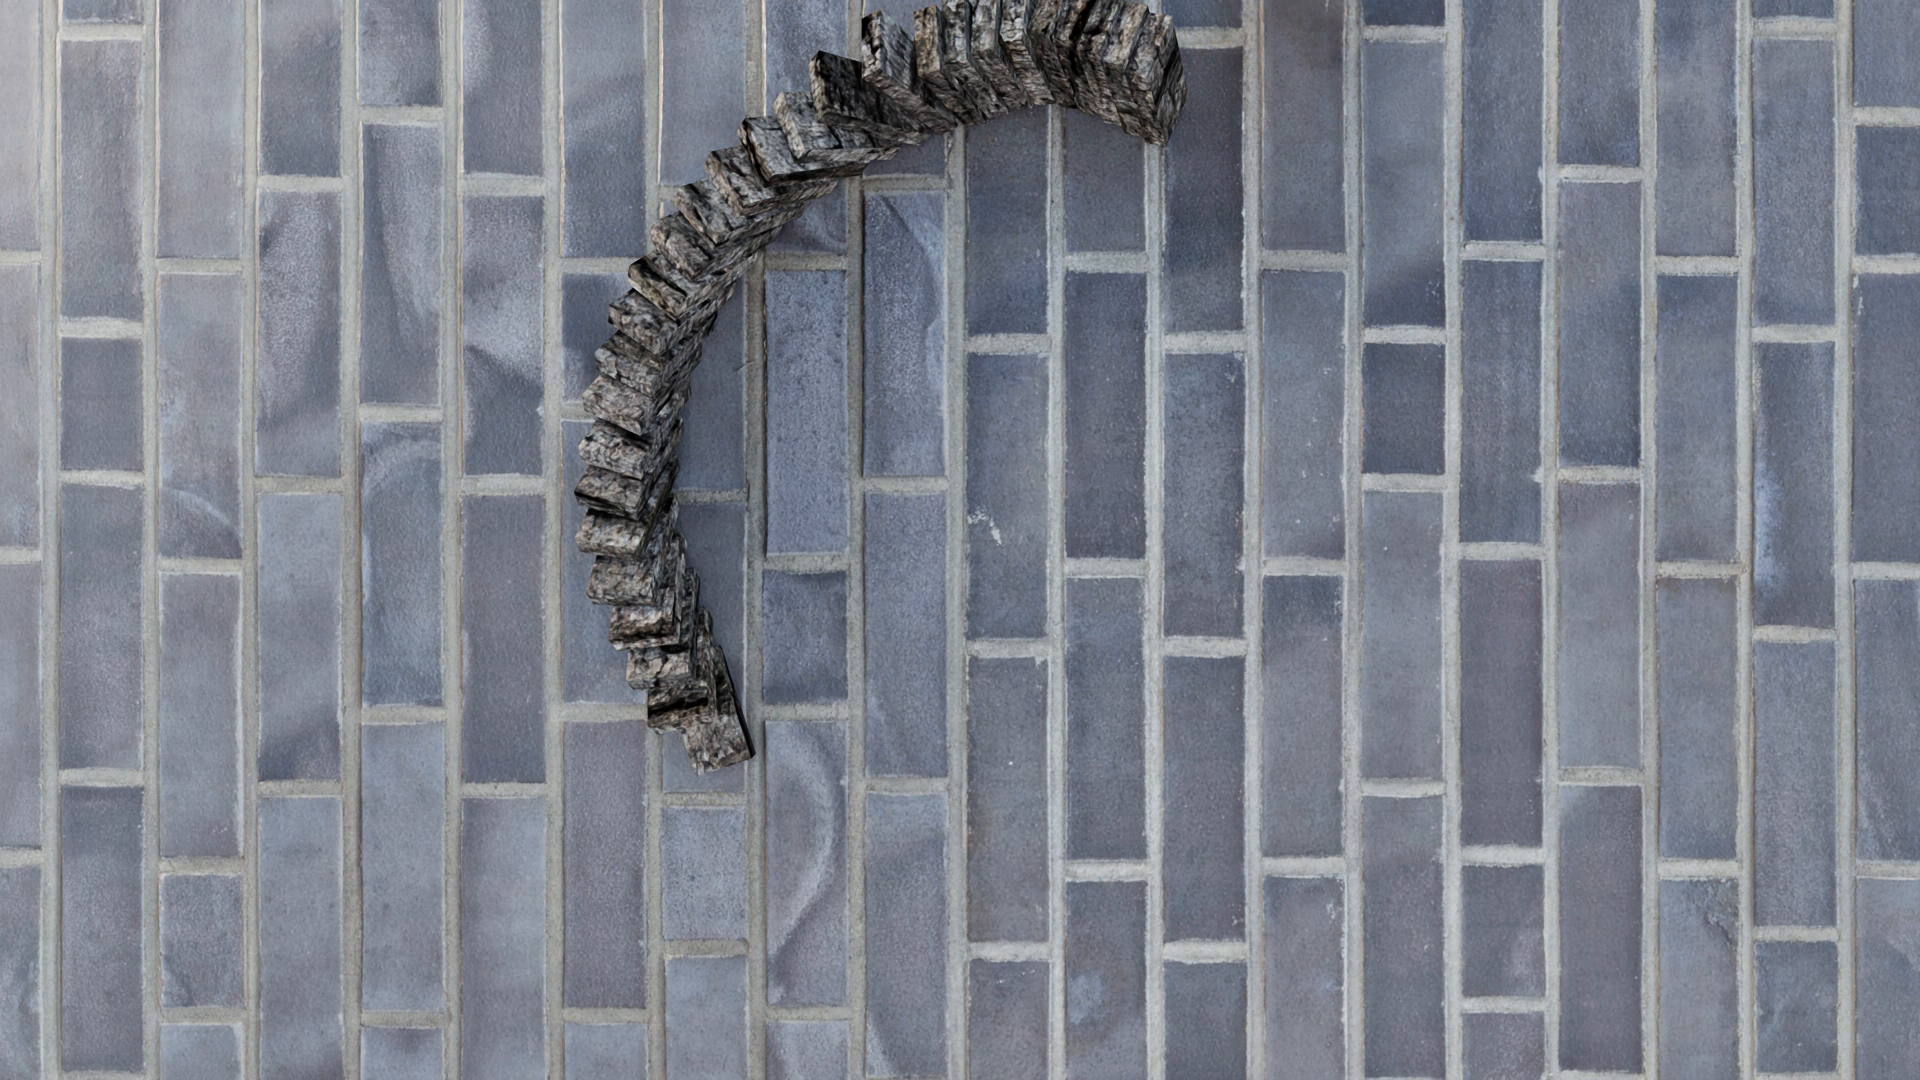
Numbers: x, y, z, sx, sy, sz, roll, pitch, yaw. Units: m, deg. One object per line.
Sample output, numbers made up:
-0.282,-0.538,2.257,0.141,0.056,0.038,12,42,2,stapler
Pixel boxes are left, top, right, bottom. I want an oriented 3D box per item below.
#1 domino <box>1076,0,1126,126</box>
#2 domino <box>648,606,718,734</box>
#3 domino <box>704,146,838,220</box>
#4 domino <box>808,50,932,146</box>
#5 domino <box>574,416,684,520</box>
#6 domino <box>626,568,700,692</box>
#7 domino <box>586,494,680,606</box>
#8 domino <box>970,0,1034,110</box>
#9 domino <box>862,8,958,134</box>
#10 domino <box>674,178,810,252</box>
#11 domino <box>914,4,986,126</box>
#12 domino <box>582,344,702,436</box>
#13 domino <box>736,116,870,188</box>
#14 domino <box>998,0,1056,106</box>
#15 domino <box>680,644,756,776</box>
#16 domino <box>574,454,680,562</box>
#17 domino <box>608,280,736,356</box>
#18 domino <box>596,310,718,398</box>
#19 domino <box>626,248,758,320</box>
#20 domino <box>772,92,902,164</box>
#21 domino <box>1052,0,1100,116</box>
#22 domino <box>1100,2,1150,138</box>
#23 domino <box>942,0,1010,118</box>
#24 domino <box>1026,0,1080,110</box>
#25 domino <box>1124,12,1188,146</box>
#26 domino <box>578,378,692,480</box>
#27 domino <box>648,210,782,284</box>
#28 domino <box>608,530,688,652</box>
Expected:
0.063,-0.196,0.375,0.010,0.050,0.025,23,90,23,domino
-0.116,0.054,0.382,0.025,0.010,0.050,-14,55,1,domino
-0.078,-0.152,0.381,0.050,0.010,0.025,-33,90,-38,domino
-0.037,-0.183,0.380,0.050,0.010,0.025,-5,85,-37,domino
-0.137,-0.033,0.382,0.025,0.009,0.050,14,54,0,domino
-0.123,0.036,0.382,0.025,0.009,0.050,-9,55,0,domino
-0.135,0.003,0.382,0.025,0.009,0.050,1,55,1,domino
0.018,-0.200,0.375,0.009,0.050,0.025,3,90,22,domino
-0.020,-0.190,0.376,0.010,0.050,0.025,-7,81,36,domino
-0.090,-0.140,0.381,0.025,0.010,0.050,51,52,0,domino
-0.003,-0.192,0.375,0.009,0.050,0.025,-4,90,22,domino
-0.131,-0.068,0.381,0.025,0.009,0.050,24,53,0,domino
-0.064,-0.163,0.381,0.050,0.009,0.025,-27,90,-38,domino
0.030,-0.203,0.375,0.010,0.050,0.025,7,90,22,domino
-0.109,0.073,0.395,0.025,0.010,0.050,-18,90,0,domino
-0.138,-0.016,0.382,0.025,0.010,0.050,10,55,0,domino
-0.119,-0.100,0.381,0.025,0.010,0.050,35,52,0,domino
-0.125,-0.084,0.381,0.025,0.010,0.050,27,52,0,domino
-0.110,-0.114,0.381,0.025,0.009,0.050,39,52,0,domino
-0.050,-0.172,0.381,0.050,0.010,0.025,-21,90,-38,domino
0.053,-0.200,0.375,0.009,0.050,0.025,23,90,23,domino
0.072,-0.191,0.375,0.009,0.050,0.025,23,90,23,domino
0.007,-0.197,0.375,0.010,0.050,0.025,-2,90,22,domino
0.043,-0.203,0.375,0.009,0.050,0.025,23,90,23,domino
0.081,-0.187,0.375,0.009,0.050,0.025,23,90,23,domino
-0.134,-0.050,0.382,0.025,0.009,0.050,17,55,0,domino
-0.101,-0.128,0.381,0.025,0.009,0.050,46,52,0,domino
-0.129,0.021,0.382,0.025,0.010,0.050,-8,55,0,domino
